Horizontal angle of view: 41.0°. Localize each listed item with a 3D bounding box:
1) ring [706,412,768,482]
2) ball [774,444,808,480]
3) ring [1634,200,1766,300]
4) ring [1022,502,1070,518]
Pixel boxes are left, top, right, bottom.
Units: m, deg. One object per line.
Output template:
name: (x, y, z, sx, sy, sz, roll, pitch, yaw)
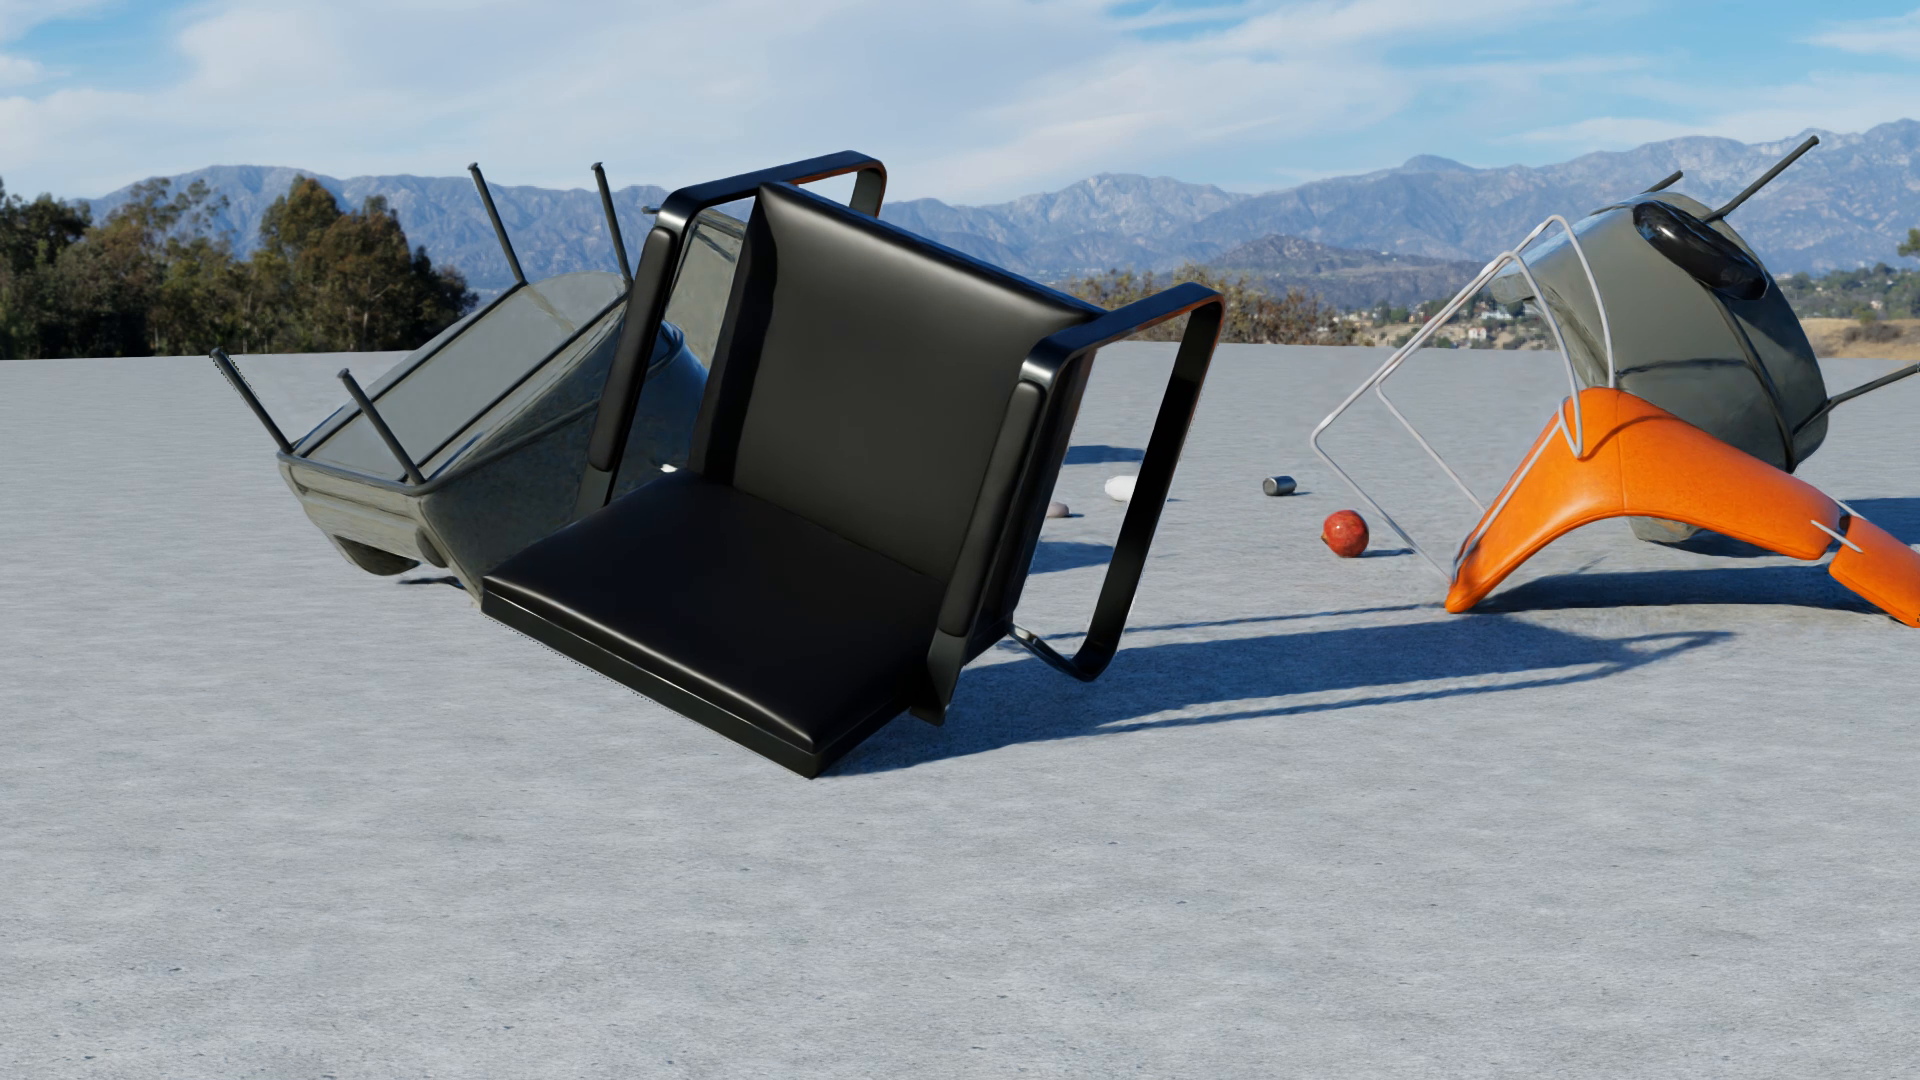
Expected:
ring: (-0.716, -0.298, 8.232, 0.126, 0.233, 0.223, 32, -4, 15)
ball: (-0.548, -0.253, 8.306, 0.115, 0.115, 0.115, 0, 6, 0)
ring: (1.640, -0.643, 5.687, 0.345, 0.082, 0.196, 38, 28, 15)
ring: (0.235, -0.082, 7.036, 0.116, 0.036, 0.150, -6, 9, -36)
